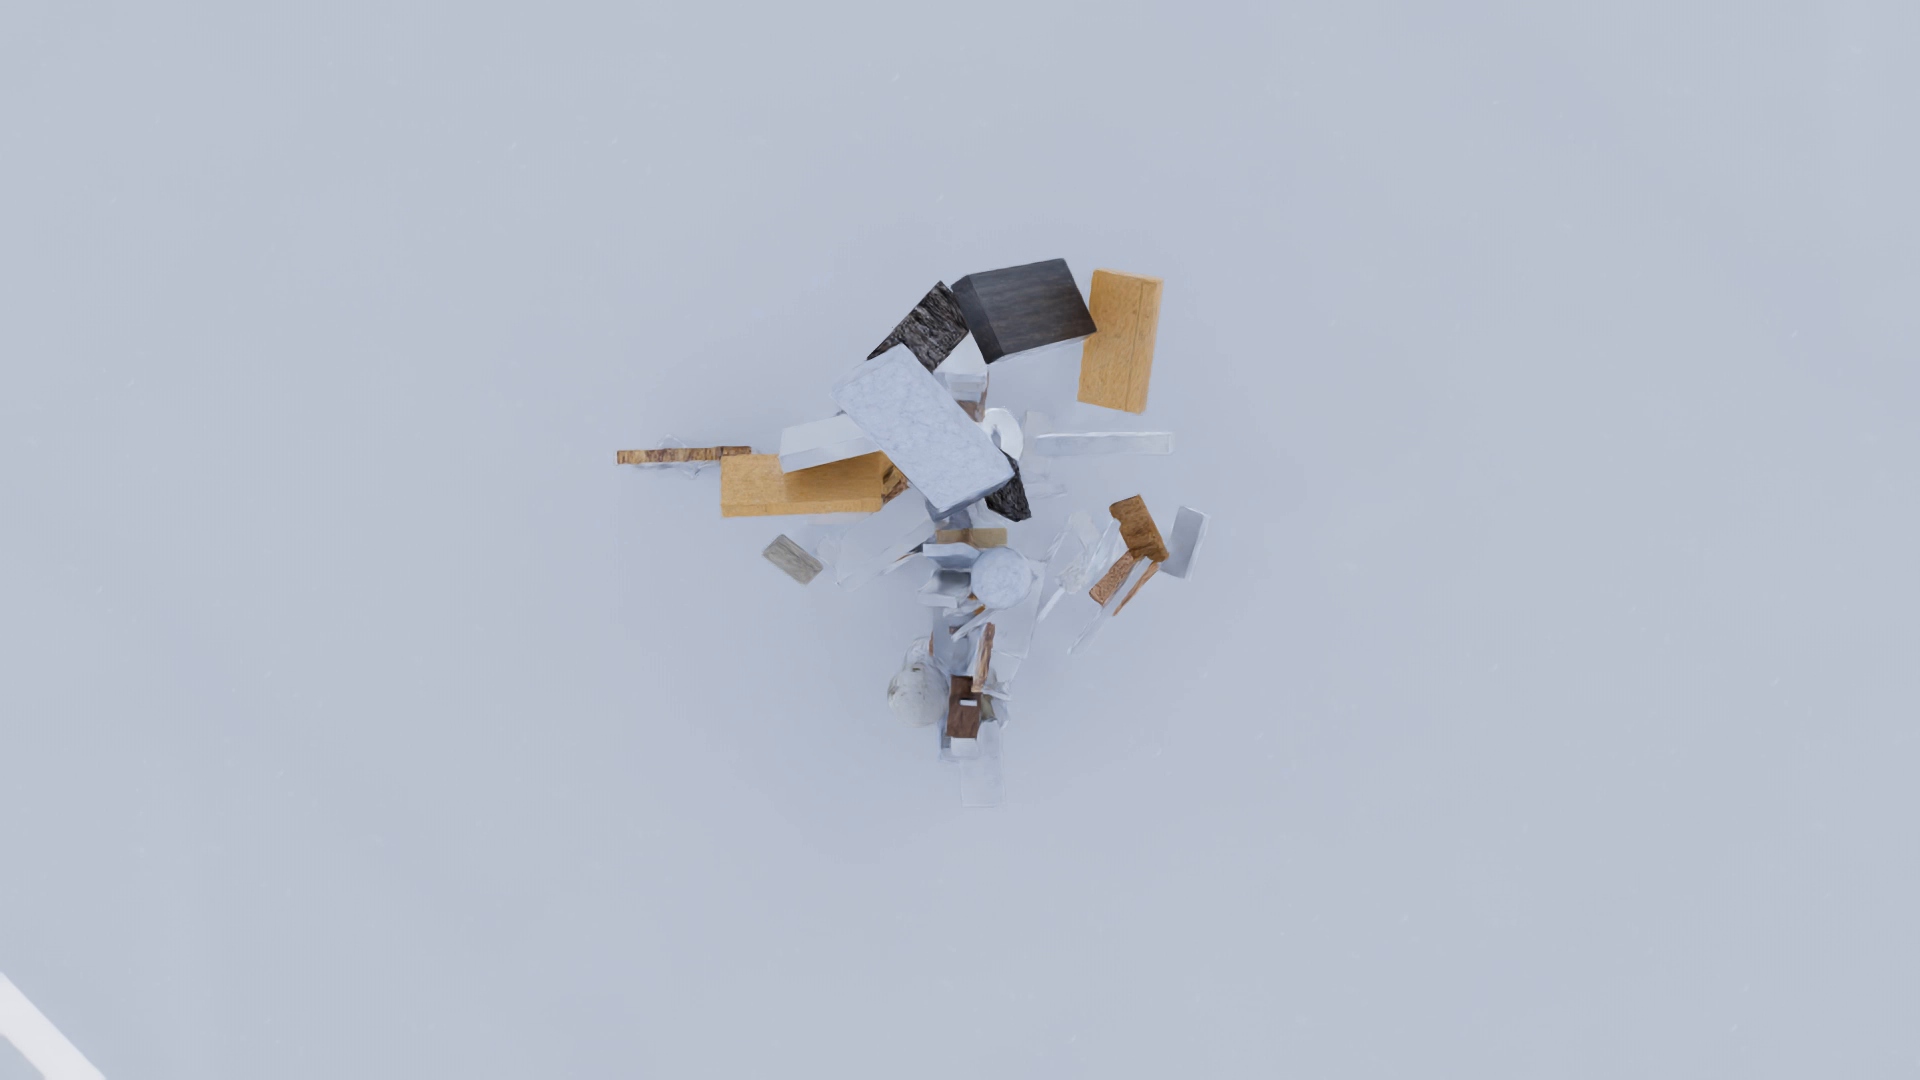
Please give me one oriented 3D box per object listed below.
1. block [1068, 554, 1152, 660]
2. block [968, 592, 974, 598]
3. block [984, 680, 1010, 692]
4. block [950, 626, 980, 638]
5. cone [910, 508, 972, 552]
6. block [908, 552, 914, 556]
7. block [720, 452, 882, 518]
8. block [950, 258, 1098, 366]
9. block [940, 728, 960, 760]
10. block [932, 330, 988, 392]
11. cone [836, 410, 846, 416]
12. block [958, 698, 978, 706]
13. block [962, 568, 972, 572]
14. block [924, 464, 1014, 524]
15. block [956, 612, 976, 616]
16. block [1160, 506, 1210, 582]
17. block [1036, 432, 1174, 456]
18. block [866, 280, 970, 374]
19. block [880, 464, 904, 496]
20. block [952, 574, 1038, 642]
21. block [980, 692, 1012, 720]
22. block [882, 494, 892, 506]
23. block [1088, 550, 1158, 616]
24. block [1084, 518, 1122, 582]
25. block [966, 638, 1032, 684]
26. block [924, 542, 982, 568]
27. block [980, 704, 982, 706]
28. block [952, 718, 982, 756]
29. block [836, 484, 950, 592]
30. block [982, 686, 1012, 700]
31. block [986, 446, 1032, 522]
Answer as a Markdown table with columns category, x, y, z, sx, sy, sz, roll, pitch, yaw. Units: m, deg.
| category | x | y | z | sx | sy | sz | roll | pitch | yaw |
| --- | --- | --- | --- | --- | --- | --- | --- | --- | --- |
| block | 0.410 | 0.182 | 4.519 | 0.023 | 0.083 | 0.337 | 37 | 92 | -3 |
| block | 0.062 | 0.116 | 4.403 | 0.103 | 0.206 | 0.029 | -14 | 96 | 14 |
| block | 0.086 | 0.422 | 5.038 | 0.155 | 0.022 | 0.077 | 13 | 73 | 42 |
| block | 0.027 | 0.279 | 5.020 | 0.077 | 0.155 | 0.022 | -3 | 94 | -17 |
| cone | -0.015 | -0.018 | 4.628 | 0.243 | 0.243 | 0.243 | 37 | 90 | -41 |
| block | -0.086 | -0.012 | 5.101 | 0.184 | 0.014 | 0.048 | -24 | 76 | 12 |
| block | -0.419 | -0.149 | 4.346 | 0.417 | 0.049 | 0.172 | -2 | 51 | -4 |
| block | 0.138 | -0.476 | 3.403 | 0.050 | 0.352 | 0.176 | -26 | 87 | 39 |
| block | 0.003 | 0.622 | 5.030 | 0.126 | 0.252 | 0.036 | 0 | 97 | 0 |
| block | -0.009 | -0.507 | 4.620 | 0.172 | 0.345 | 0.049 | 4 | 117 | 0 |
| cone | -0.405 | -0.326 | 5.349 | 0.214 | 0.214 | 0.214 | -19 | 90 | -42 |
| block | 0.021 | 0.452 | 4.600 | 0.046 | 0.092 | 0.013 | 4 | 88 | -4 |
| block | 0.053 | 0.080 | 4.798 | 0.080 | 0.230 | 0.023 | -23 | 87 | -13 |
| block | 0.015 | -0.110 | 3.704 | 0.176 | 0.506 | 0.050 | -27 | 89 | -3 |
| block | 0.025 | 0.216 | 5.020 | 0.079 | 0.158 | 0.022 | 0 | 91 | -14 |
| block | 0.639 | 0.010 | 4.681 | 0.028 | 0.097 | 0.194 | 10 | 99 | -42 |
| block | 0.323 | -0.214 | 3.658 | 0.292 | 0.146 | 0.041 | 0 | 96 | 11 |
| block | -0.093 | -0.513 | 4.219 | 0.146 | 0.041 | 0.292 | 43 | 67 | -7 |
| block | -0.220 | -0.267 | 5.208 | 0.148 | 0.042 | 0.295 | 29 | 79 | 41 |
| block | 0.094 | 0.180 | 4.383 | 0.286 | 0.054 | 0.015 | -35 | 80 | -26 |
| block | 0.062 | 0.504 | 5.038 | 0.126 | 0.252 | 0.036 | -32 | 118 | 0 |
| block | -0.216 | -0.107 | 4.983 | 0.081 | 0.163 | 0.023 | 19 | 82 | 15 |
| block | 0.464 | 0.115 | 4.673 | 0.097 | 0.028 | 0.194 | 39 | 70 | 14 |
| block | 0.379 | 0.028 | 4.397 | 0.023 | 0.083 | 0.166 | 28 | 55 | 1 |
| block | 0.111 | 0.337 | 4.778 | 0.138 | 0.279 | 0.039 | -9 | 61 | -17 |
| block | -0.010 | 0.040 | 4.104 | 0.103 | 0.206 | 0.029 | -3 | 80 | 17 |
| block | 0.016 | 0.475 | 4.766 | 0.089 | 0.178 | 0.025 | 6 | 49 | 2 |
| block | 0.020 | 0.574 | 4.786 | 0.089 | 0.178 | 0.025 | -2 | 55 | 0 |
| block | -0.178 | -0.026 | 4.431 | 0.049 | 0.175 | 0.409 | 32 | 132 | -29 |
| block | 0.097 | 0.424 | 4.590 | 0.092 | 0.046 | 0.013 | 17 | 97 | 2 |
| block | 0.119 | -0.158 | 4.595 | 0.049 | 0.349 | 0.175 | -17 | 80 | 12 |
